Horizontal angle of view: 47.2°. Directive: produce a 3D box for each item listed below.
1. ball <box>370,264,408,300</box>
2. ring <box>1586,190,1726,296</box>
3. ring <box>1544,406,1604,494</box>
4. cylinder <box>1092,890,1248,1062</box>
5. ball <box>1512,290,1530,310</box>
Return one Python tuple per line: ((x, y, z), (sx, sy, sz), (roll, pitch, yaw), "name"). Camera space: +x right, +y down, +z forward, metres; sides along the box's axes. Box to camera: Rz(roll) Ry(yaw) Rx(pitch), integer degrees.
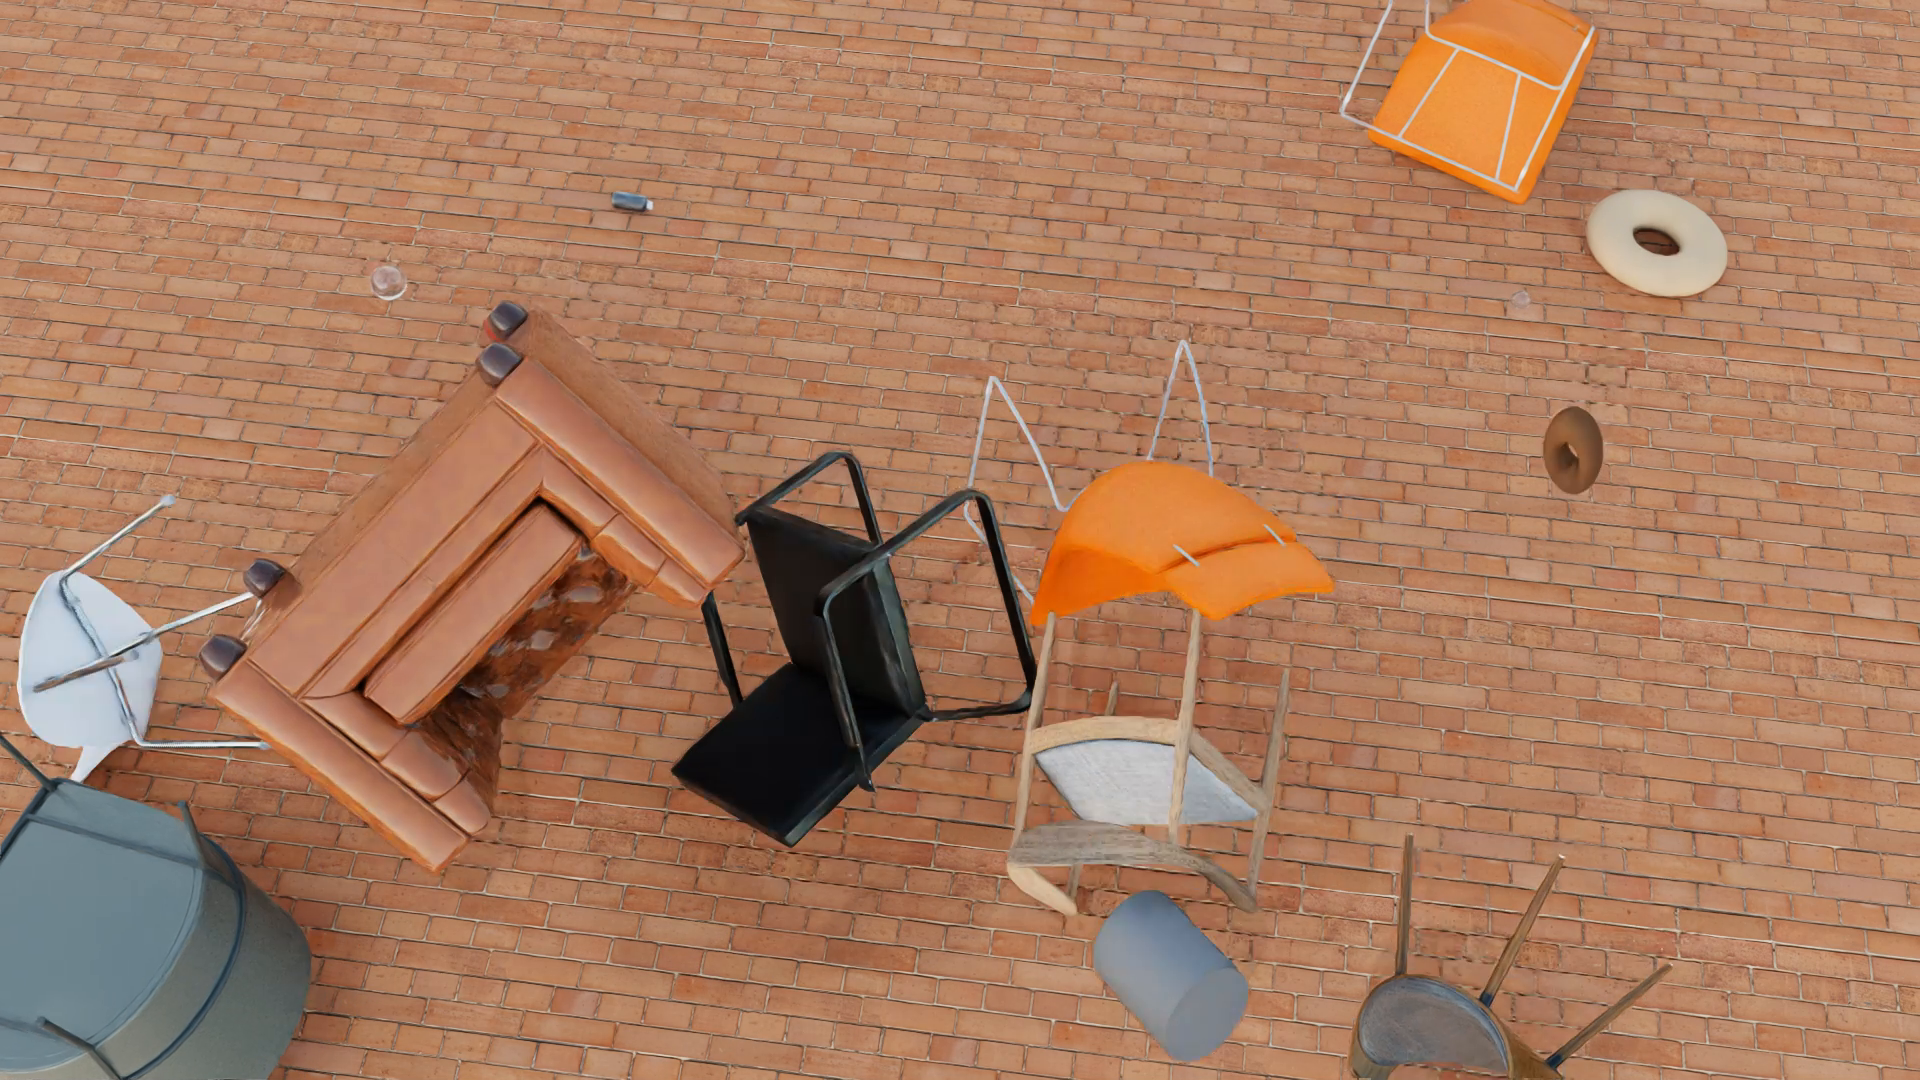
((-1.834, -0.828, 7.060), (0.115, 0.115, 0.115), (0, 56, 0), "ball")
((2.264, -0.968, 7.154), (0.465, 0.119, 0.403), (32, 63, 19), "ring")
((1.732, -0.252, 6.208), (0.166, 0.360, 0.095), (28, 67, 28), "ring")
((0.509, 1.055, 5.337), (0.241, 0.283, 0.309), (-14, 36, -28), "cylinder")
((1.800, -0.770, 7.054), (0.060, 0.060, 0.060), (0, 56, 0), "ball")
